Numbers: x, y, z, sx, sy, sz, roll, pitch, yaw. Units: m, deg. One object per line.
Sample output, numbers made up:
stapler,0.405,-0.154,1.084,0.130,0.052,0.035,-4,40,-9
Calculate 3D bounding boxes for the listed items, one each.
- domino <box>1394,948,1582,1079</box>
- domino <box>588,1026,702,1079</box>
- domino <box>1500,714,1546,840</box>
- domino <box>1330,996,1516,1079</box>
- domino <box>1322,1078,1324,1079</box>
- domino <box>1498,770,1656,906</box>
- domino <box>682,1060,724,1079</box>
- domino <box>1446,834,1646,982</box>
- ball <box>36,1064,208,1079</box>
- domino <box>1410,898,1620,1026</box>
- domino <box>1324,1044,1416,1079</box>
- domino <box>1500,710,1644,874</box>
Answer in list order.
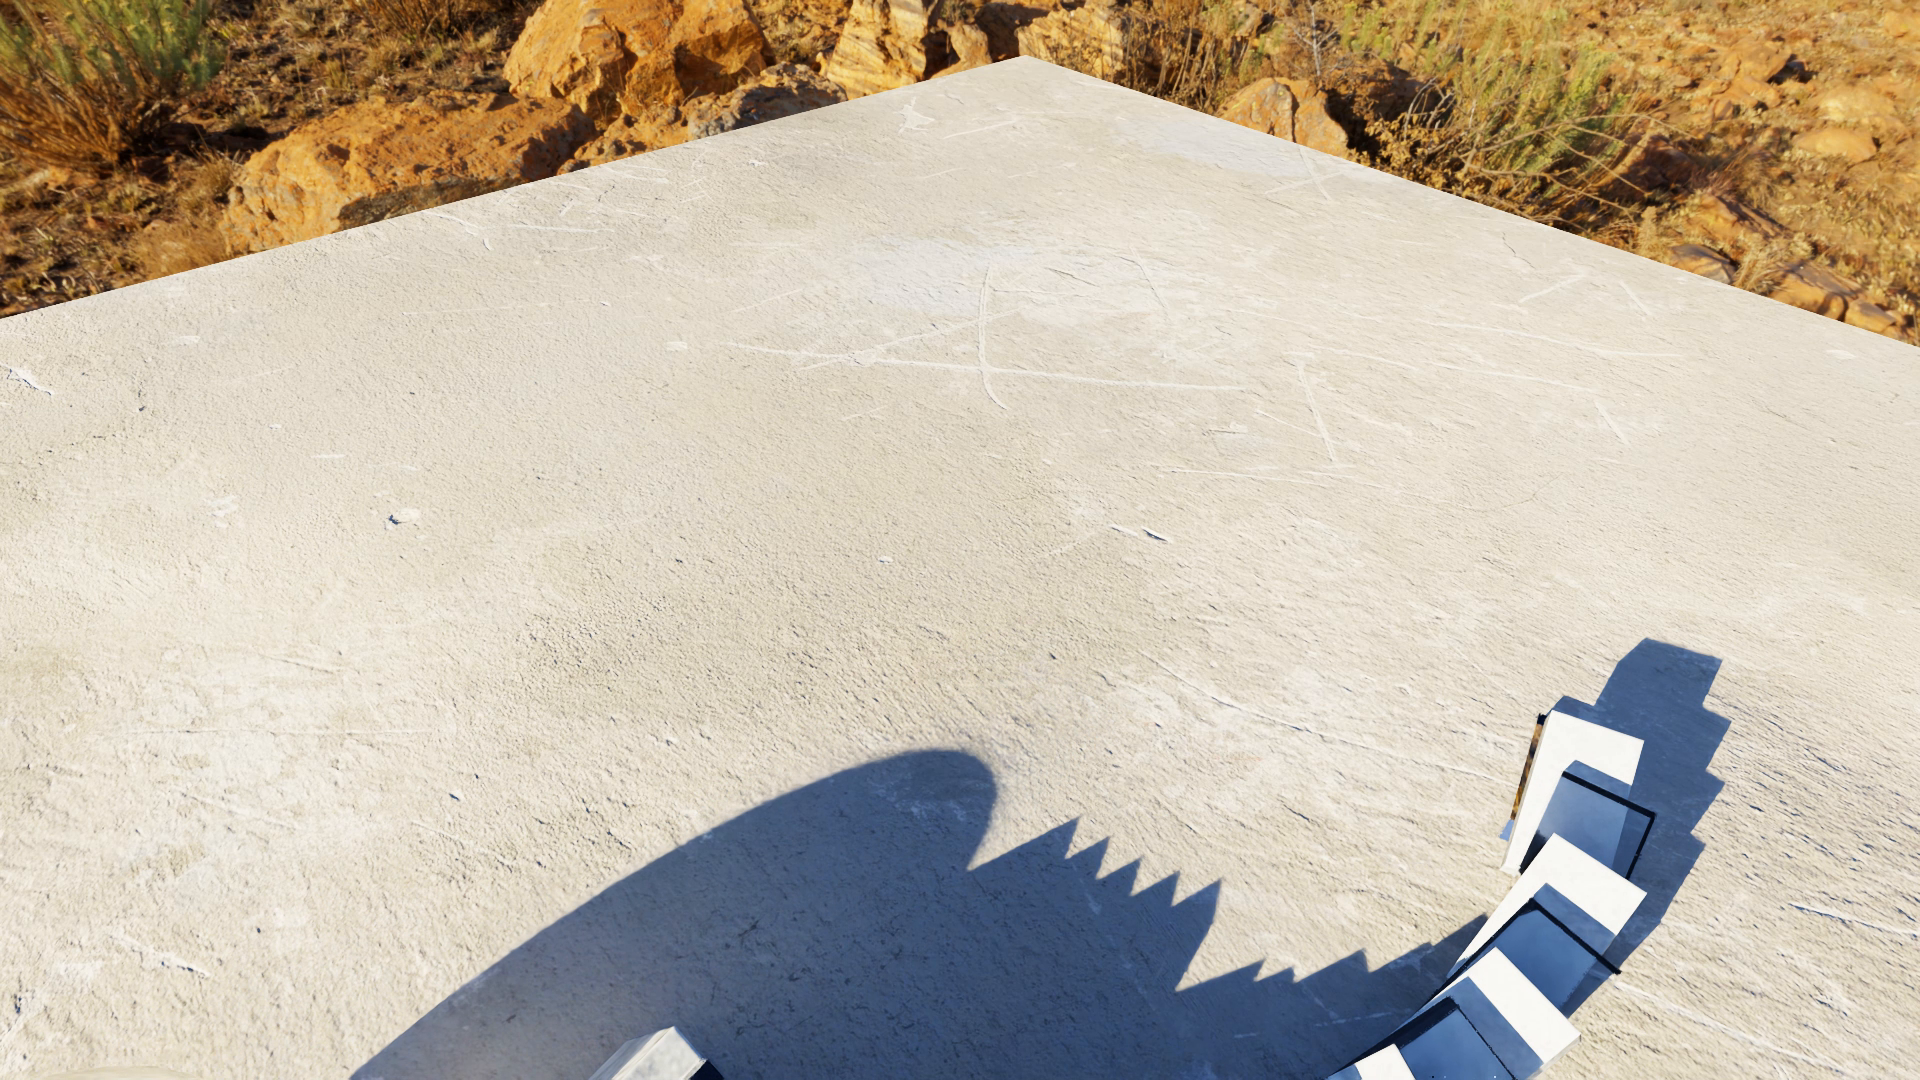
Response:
domino,0.123,0.127,0.270,0.050,0.010,0.025,-39,47,-1
domino,-0.079,0.129,0.257,0.009,0.050,0.025,49,52,1
domino,0.190,0.079,0.347,0.025,0.010,0.050,21,44,24
domino,0.105,0.135,0.261,0.050,0.010,0.025,-35,44,2
domino,0.066,0.145,0.248,0.050,0.009,0.025,-28,39,11
domino,0.172,0.094,0.310,0.025,0.010,0.050,26,75,25
domino,-0.071,0.134,0.251,0.009,0.050,0.025,48,52,1
domino,0.157,0.107,0.295,0.050,0.009,0.025,-47,54,-9
ball,-0.173,0.145,0.211,0.080,0.080,0.080,0,39,0
domino,0.140,0.119,0.281,0.050,0.010,0.025,-41,50,-6
domino,0.086,0.141,0.254,0.050,0.009,0.025,-31,41,7
domino,0.181,0.079,0.326,0.025,0.010,0.050,19,72,23
